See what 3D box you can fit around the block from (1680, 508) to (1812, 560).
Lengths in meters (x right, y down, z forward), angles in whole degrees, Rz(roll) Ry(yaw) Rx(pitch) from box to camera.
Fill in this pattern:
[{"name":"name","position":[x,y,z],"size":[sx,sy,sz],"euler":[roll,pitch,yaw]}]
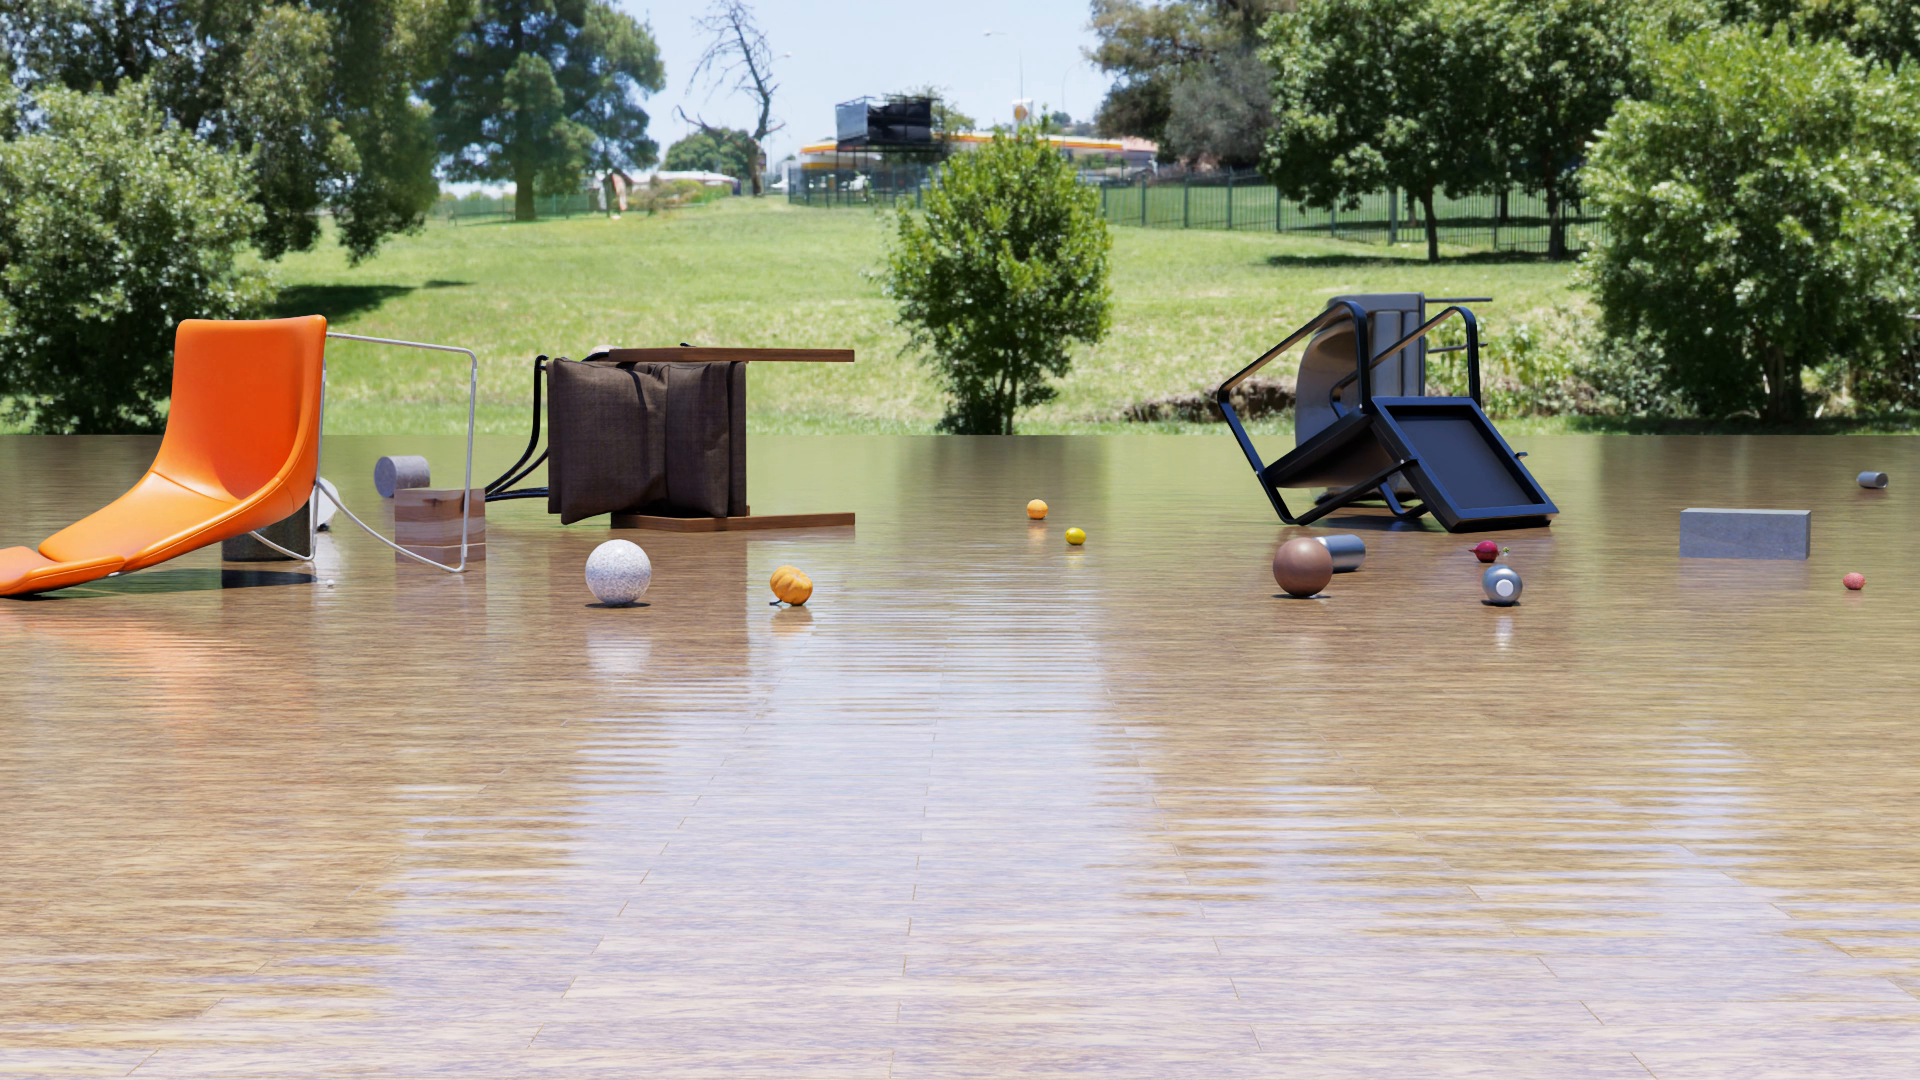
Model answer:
[{"name":"block","position":[2.111,-0.017,5.910],"size":[0.315,0.121,0.212],"euler":[2,4,24]}]

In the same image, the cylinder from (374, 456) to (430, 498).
[{"name":"cylinder","position":[-2.317,-0.264,9.138],"size":[0.162,0.171,0.164],"euler":[18,15,39]}]

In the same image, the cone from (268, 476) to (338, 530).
[{"name":"cone","position":[-2.066,-0.078,7.049],"size":[0.264,0.194,0.189],"euler":[0,-23,15]}]

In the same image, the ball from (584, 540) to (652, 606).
[{"name":"ball","position":[-0.709,0.067,4.562],"size":[0.137,0.137,0.137],"euler":[0,4,0]}]

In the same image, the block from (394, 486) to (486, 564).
[{"name":"block","position":[-1.352,-0.039,5.721],"size":[0.161,0.190,0.165],"euler":[2,4,28]}]

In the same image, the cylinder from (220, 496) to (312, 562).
[{"name":"cylinder","position":[-1.838,-0.031,5.824],"size":[0.220,0.160,0.235],"euler":[2,4,28]}]
